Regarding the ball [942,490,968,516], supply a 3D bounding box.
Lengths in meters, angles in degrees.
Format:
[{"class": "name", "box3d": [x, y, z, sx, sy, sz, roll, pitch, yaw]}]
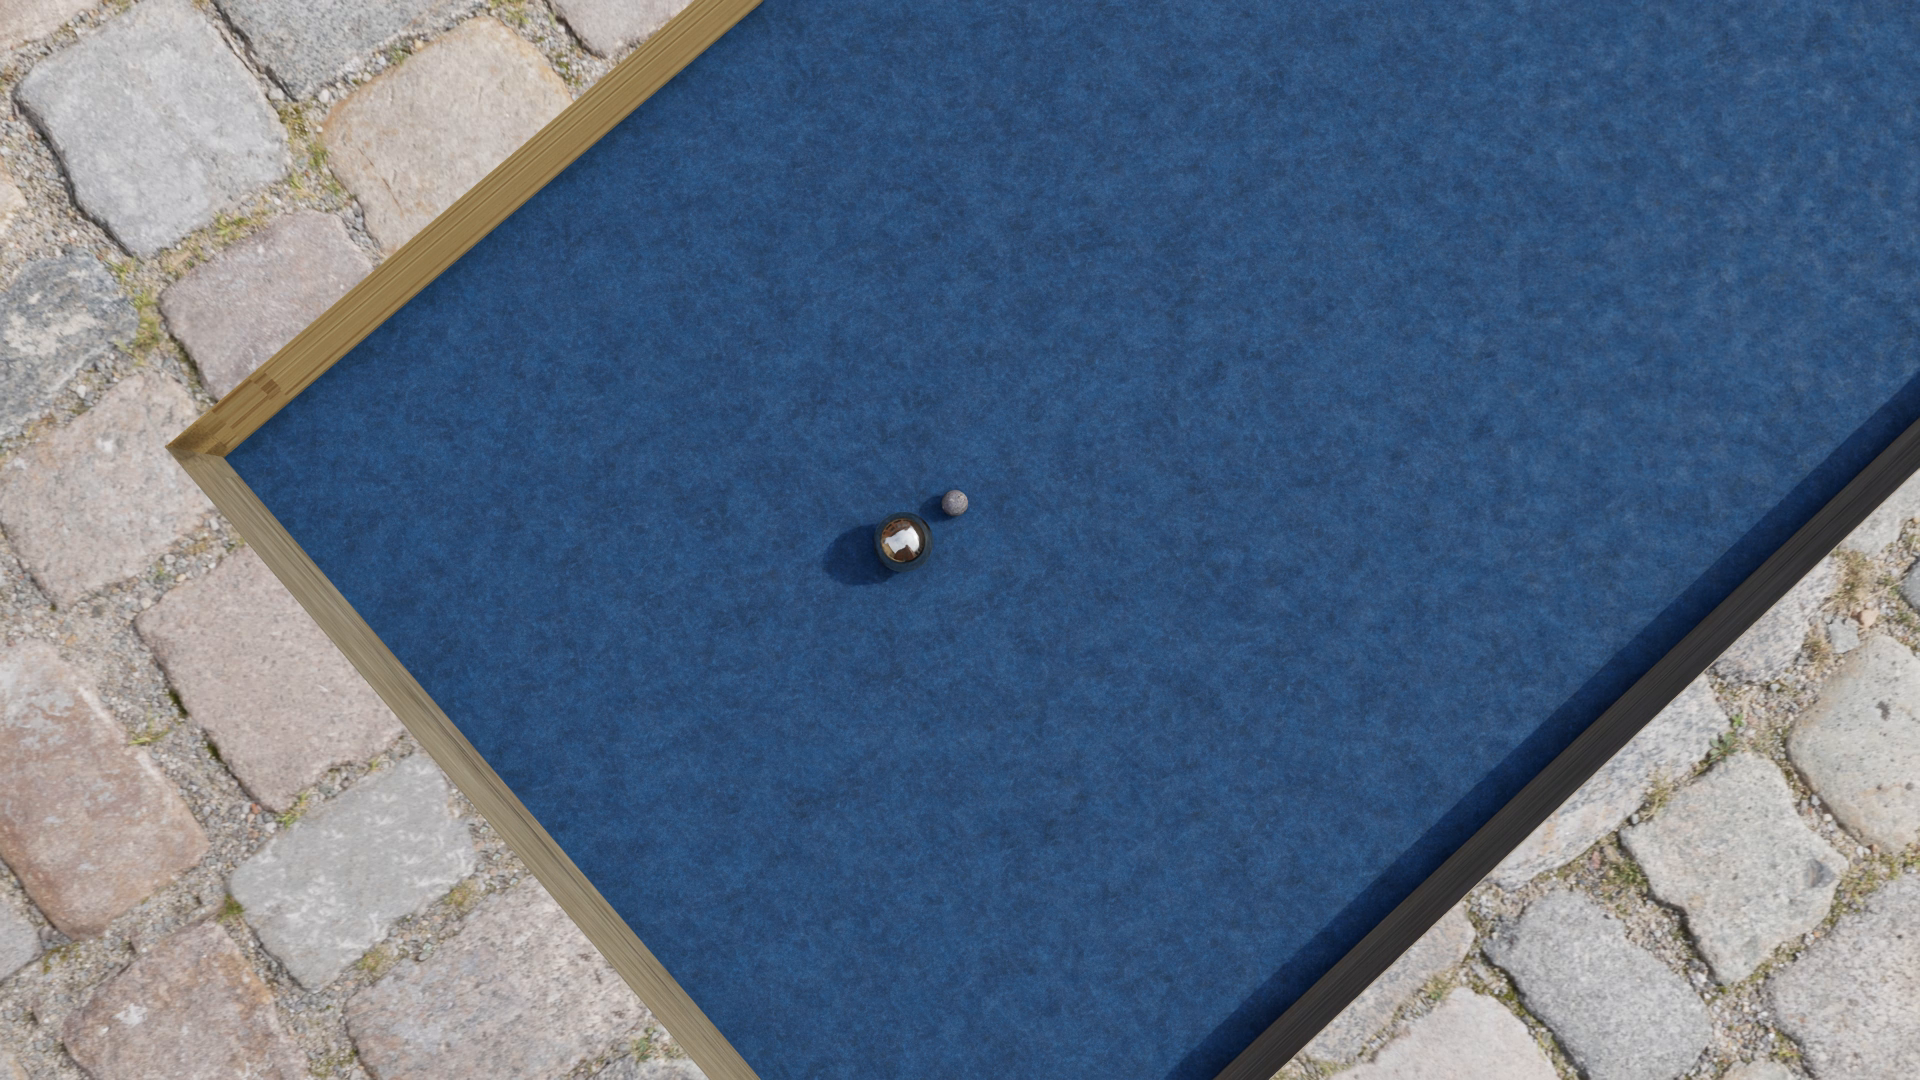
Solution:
[{"class": "ball", "box3d": [-0.008, -0.055, 3.294, 0.040, 0.040, 0.040, 0, 81, 0]}]

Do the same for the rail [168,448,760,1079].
[{"class": "rail", "box3d": [-0.560, 0.494, 3.165, 0.045, 0.128, 1.731, -42, 84, -6]}]

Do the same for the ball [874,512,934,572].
[{"class": "ball", "box3d": [-0.084, 0.003, 3.260, 0.090, 0.090, 0.090, 0, 81, 0]}]

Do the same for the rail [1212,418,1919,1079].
[{"class": "rail", "box3d": [1.141, 0.100, 3.225, 3.109, 0.128, 0.045, -42, 84, -6]}]

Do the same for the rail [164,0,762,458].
[{"class": "rail", "box3d": [0.015, -1.137, 3.411, 3.109, 0.128, 0.045, -42, 84, -6]}]
